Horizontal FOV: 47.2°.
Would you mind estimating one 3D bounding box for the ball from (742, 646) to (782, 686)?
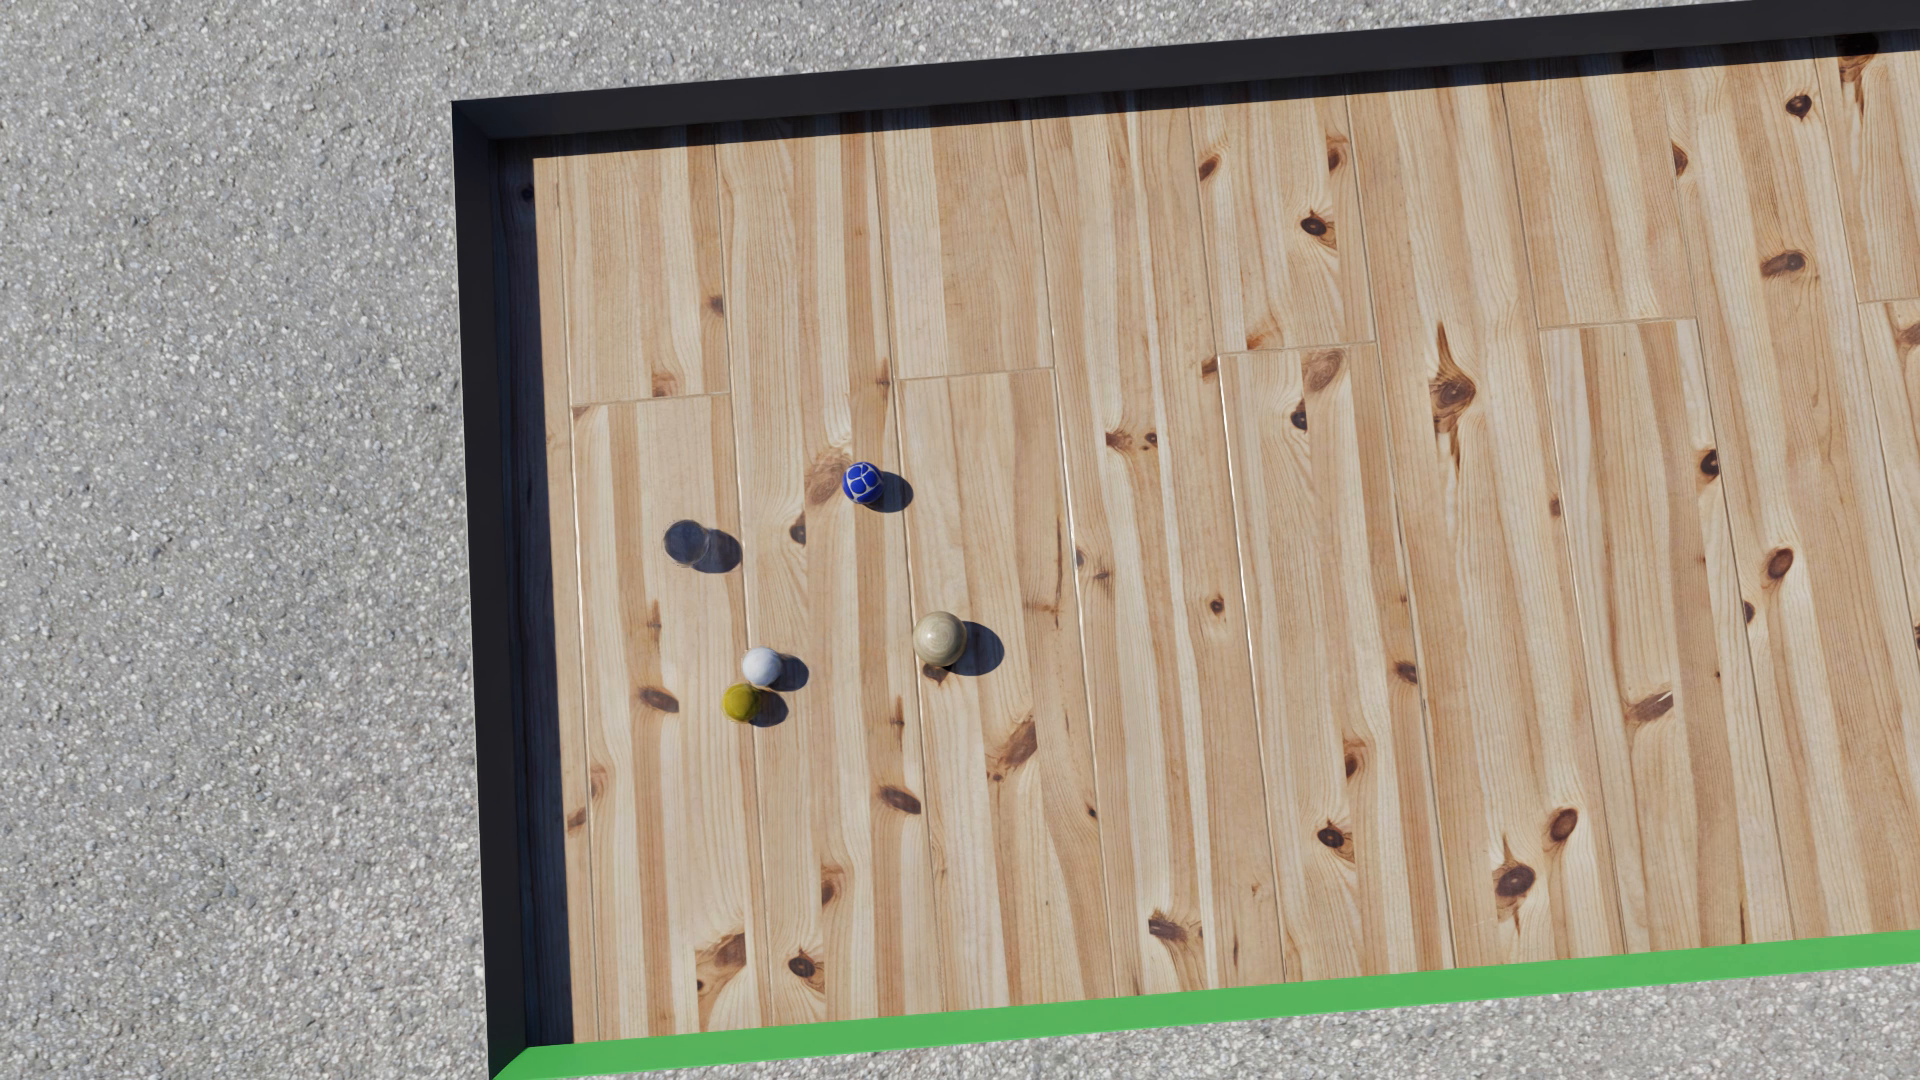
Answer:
[{"bbox_3d":[-0.294,0.187,3.269,0.059,0.059,0.059,0,78,0],"label":"ball"}]

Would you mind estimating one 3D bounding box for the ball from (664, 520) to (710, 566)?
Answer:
[{"bbox_3d":[-0.410,0.003,3.302,0.070,0.070,0.070,0,78,0],"label":"ball"}]

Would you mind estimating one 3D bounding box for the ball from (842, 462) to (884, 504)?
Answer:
[{"bbox_3d":[-0.146,-0.086,3.322,0.065,0.065,0.065,0,78,0],"label":"ball"}]

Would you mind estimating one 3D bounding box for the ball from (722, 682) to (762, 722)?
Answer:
[{"bbox_3d":[-0.323,0.240,3.259,0.058,0.058,0.058,0,78,0],"label":"ball"}]

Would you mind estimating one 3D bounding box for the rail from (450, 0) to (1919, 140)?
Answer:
[{"bbox_3d":[0.662,-0.757,3.438,2.893,0.108,0.045,-5,78,-1],"label":"rail"}]

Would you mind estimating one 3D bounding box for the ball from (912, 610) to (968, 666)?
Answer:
[{"bbox_3d":[-0.030,0.147,3.265,0.083,0.083,0.083,0,78,0],"label":"ball"}]

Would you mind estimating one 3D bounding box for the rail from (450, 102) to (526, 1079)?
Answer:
[{"bbox_3d":[-0.697,0.052,3.271,0.045,0.108,1.470,-5,78,-1],"label":"rail"}]

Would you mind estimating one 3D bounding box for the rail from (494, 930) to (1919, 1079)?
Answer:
[{"bbox_3d":[0.779,0.631,3.151,2.893,0.108,0.045,-5,78,-1],"label":"rail"}]
